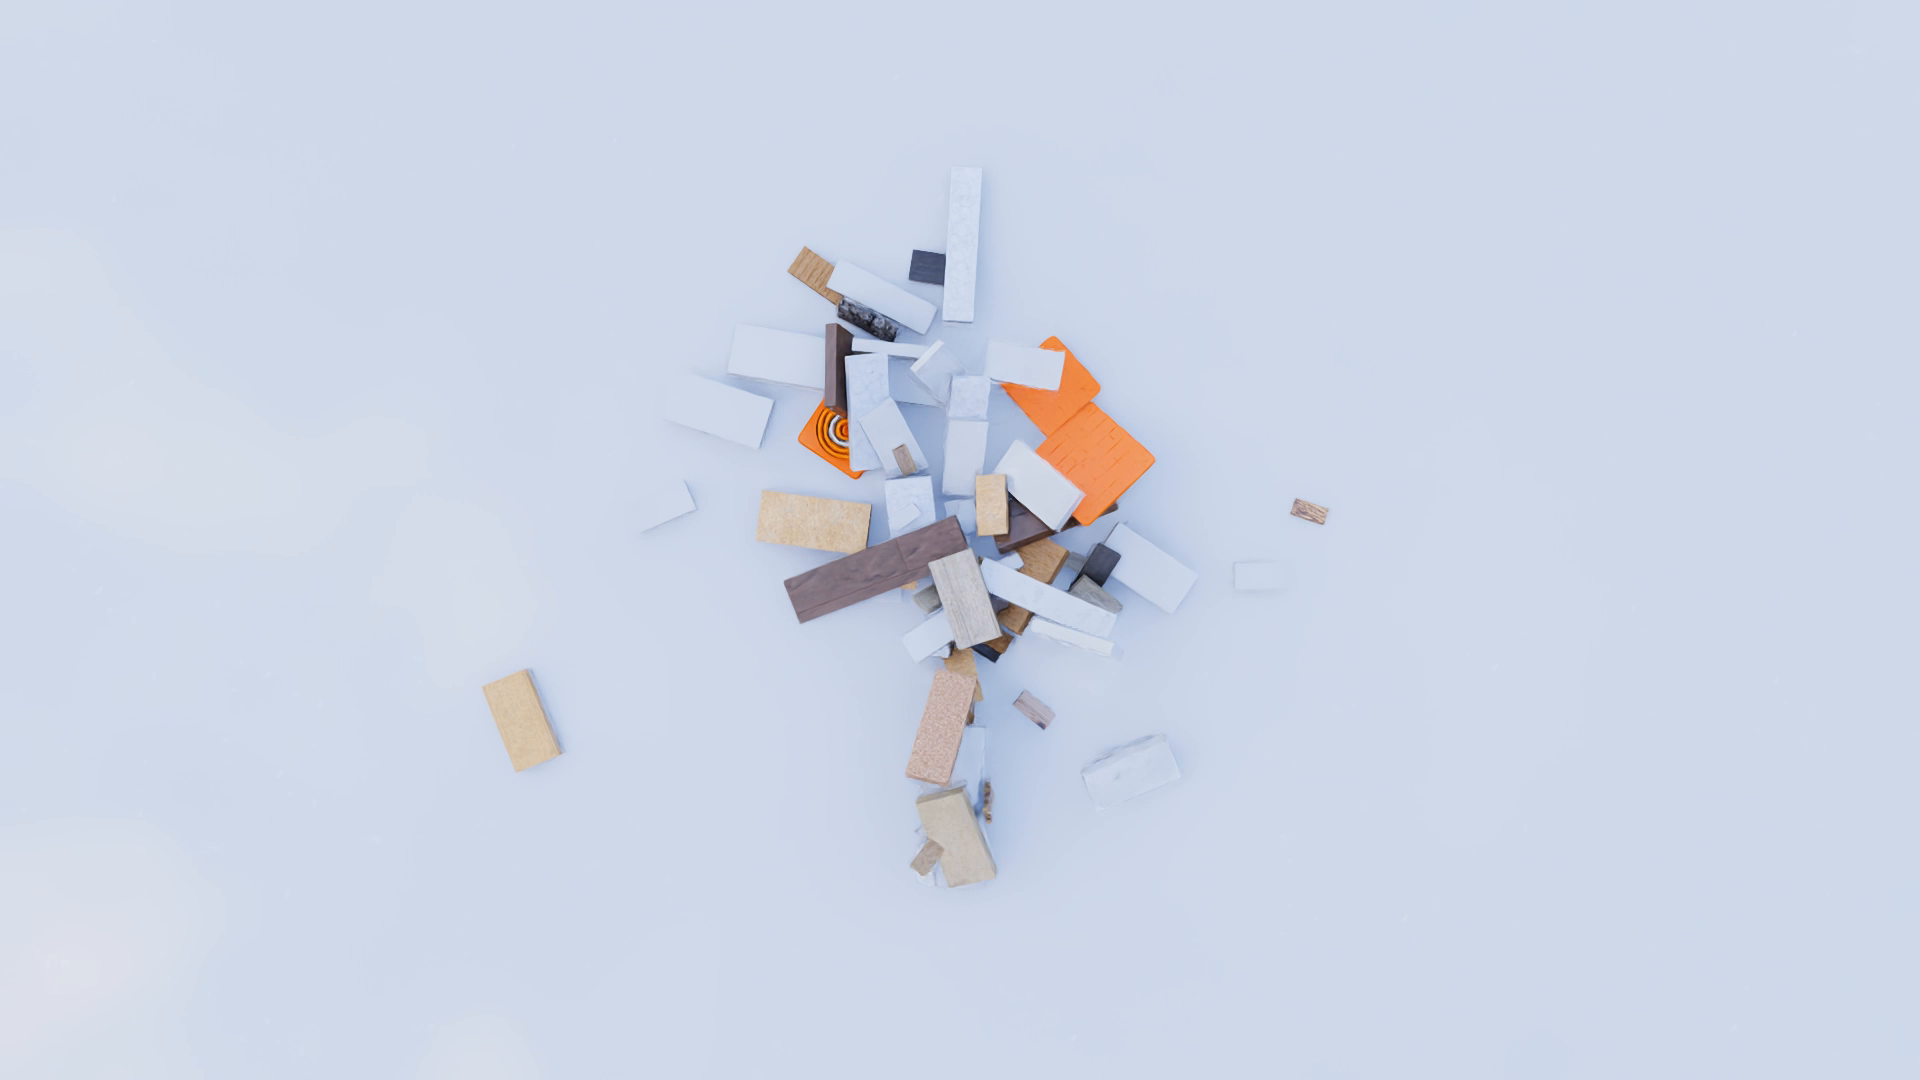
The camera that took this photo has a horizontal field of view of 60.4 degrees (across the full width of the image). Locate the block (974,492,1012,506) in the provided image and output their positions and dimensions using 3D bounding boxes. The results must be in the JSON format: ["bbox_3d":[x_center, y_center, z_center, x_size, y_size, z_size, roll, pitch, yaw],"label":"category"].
[{"bbox_3d":[0.135,-0.149,5.493,0.261,0.013,0.046,-31,90,0],"label":"block"}]

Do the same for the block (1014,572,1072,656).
[{"bbox_3d":[0.276,0.234,5.480,0.139,0.039,0.278,12,90,0],"label":"block"}]

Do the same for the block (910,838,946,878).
[{"bbox_3d":[-0.103,1.008,5.241,0.062,0.017,0.123,37,46,5],"label":"block"}]

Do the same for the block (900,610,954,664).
[{"bbox_3d":[-0.084,0.311,5.410,0.198,0.028,0.099,-33,76,2],"label":"block"}]

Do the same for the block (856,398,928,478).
[{"bbox_3d":[-0.221,-0.323,5.414,0.132,0.037,0.264,-32,118,-7],"label":"block"}]

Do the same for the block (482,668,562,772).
[{"bbox_3d":[-1.456,0.599,5.478,0.154,0.044,0.308,-22,90,0],"label":"block"}]

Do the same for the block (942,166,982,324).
[{"bbox_3d":[0.008,-0.977,5.460,0.101,0.029,0.520,3,84,0],"label":"block"}]

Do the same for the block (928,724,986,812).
[{"bbox_3d":[-0.016,0.760,5.395,0.162,0.046,0.324,8,95,1],"label":"block"}]

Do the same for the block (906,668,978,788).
[{"bbox_3d":[-0.057,0.605,5.330,0.139,0.039,0.369,12,65,10],"label":"block"}]

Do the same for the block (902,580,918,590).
[{"bbox_3d":[-0.165,0.113,5.449,0.050,0.014,0.100,7,102,6],"label":"block"}]

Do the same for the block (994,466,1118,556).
[{"bbox_3d":[0.299,-0.099,5.441,0.416,0.045,0.159,-21,60,0],"label":"block"}]

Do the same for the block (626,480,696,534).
[{"bbox_3d":[-0.990,-0.110,5.485,0.205,0.029,0.103,-23,90,0],"label":"block"}]

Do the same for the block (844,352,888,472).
[{"bbox_3d":[-0.299,-0.418,5.391,0.132,0.037,0.381,-9,113,-19],"label":"block"}]

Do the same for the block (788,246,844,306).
[{"bbox_3d":[-0.461,-0.877,5.486,0.203,0.029,0.101,35,90,0],"label":"block"}]

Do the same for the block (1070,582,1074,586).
[{"bbox_3d":[0.388,0.201,5.492,0.057,0.016,0.113,7,90,0],"label":"block"}]

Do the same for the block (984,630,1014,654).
[{"bbox_3d":[0.105,0.316,5.476,0.133,0.019,0.067,32,61,0],"label":"block"}]

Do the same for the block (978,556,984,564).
[{"bbox_3d":[0.093,0.096,5.477,0.093,0.046,0.013,37,124,0],"label":"block"}]

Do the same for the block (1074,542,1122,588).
[{"bbox_3d":[0.451,0.099,5.432,0.086,0.024,0.173,29,118,-1],"label":"block"}]

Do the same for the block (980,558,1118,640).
[{"bbox_3d":[0.275,0.196,5.359,0.471,0.028,0.099,24,86,5],"label":"block"}]

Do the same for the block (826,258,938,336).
[{"bbox_3d":[-0.259,-0.805,5.467,0.360,0.029,0.103,26,90,-6],"label":"block"}]

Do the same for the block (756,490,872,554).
[{"bbox_3d":[-0.484,-0.057,5.476,0.364,0.048,0.169,8,90,0],"label":"block"}]

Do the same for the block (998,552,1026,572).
[{"bbox_3d":[0.153,0.090,5.429,0.113,0.016,0.057,-34,67,9],"label":"block"}]

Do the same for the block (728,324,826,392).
[{"bbox_3d":[-0.587,-0.603,5.464,0.338,0.048,0.169,10,82,0],"label":"block"}]

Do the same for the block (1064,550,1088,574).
[{"bbox_3d":[0.399,0.080,5.492,0.115,0.016,0.058,26,90,0],"label":"block"}]

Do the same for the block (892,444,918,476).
[{"bbox_3d":[-0.182,-0.263,5.424,0.050,0.014,0.100,-28,118,-8],"label":"block"}]

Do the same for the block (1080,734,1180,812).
[{"bbox_3d":[0.565,0.771,5.451,0.301,0.043,0.150,-23,113,0],"label":"block"}]

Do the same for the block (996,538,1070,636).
[{"bbox_3d":[0.212,0.137,5.429,0.159,0.045,0.318,30,86,24],"label":"block"}]

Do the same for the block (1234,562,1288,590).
[{"bbox_3d":[0.999,0.118,5.488,0.173,0.024,0.086,-2,90,0],"label":"block"}]

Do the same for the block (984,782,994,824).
[{"bbox_3d":[0.095,0.864,5.432,0.017,0.123,0.062,-7,129,11],"label":"block"}]

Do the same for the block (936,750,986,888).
[{"bbox_3d":[0.001,0.927,5.477,0.162,0.046,0.448,0,90,0],"label":"block"}]

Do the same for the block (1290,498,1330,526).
[{"bbox_3d":[1.163,-0.094,5.492,0.115,0.016,0.058,19,90,0],"label":"block"}]

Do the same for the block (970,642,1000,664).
[{"bbox_3d":[0.078,0.346,5.475,0.133,0.019,0.067,32,60,0],"label":"block"}]

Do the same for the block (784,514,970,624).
[{"bbox_3d":[-0.270,0.098,5.427,0.614,0.044,0.154,-21,94,9],"label":"block"}]

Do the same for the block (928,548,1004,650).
[{"bbox_3d":[0.019,0.191,5.348,0.150,0.043,0.301,-19,91,10],"label":"block"}]
